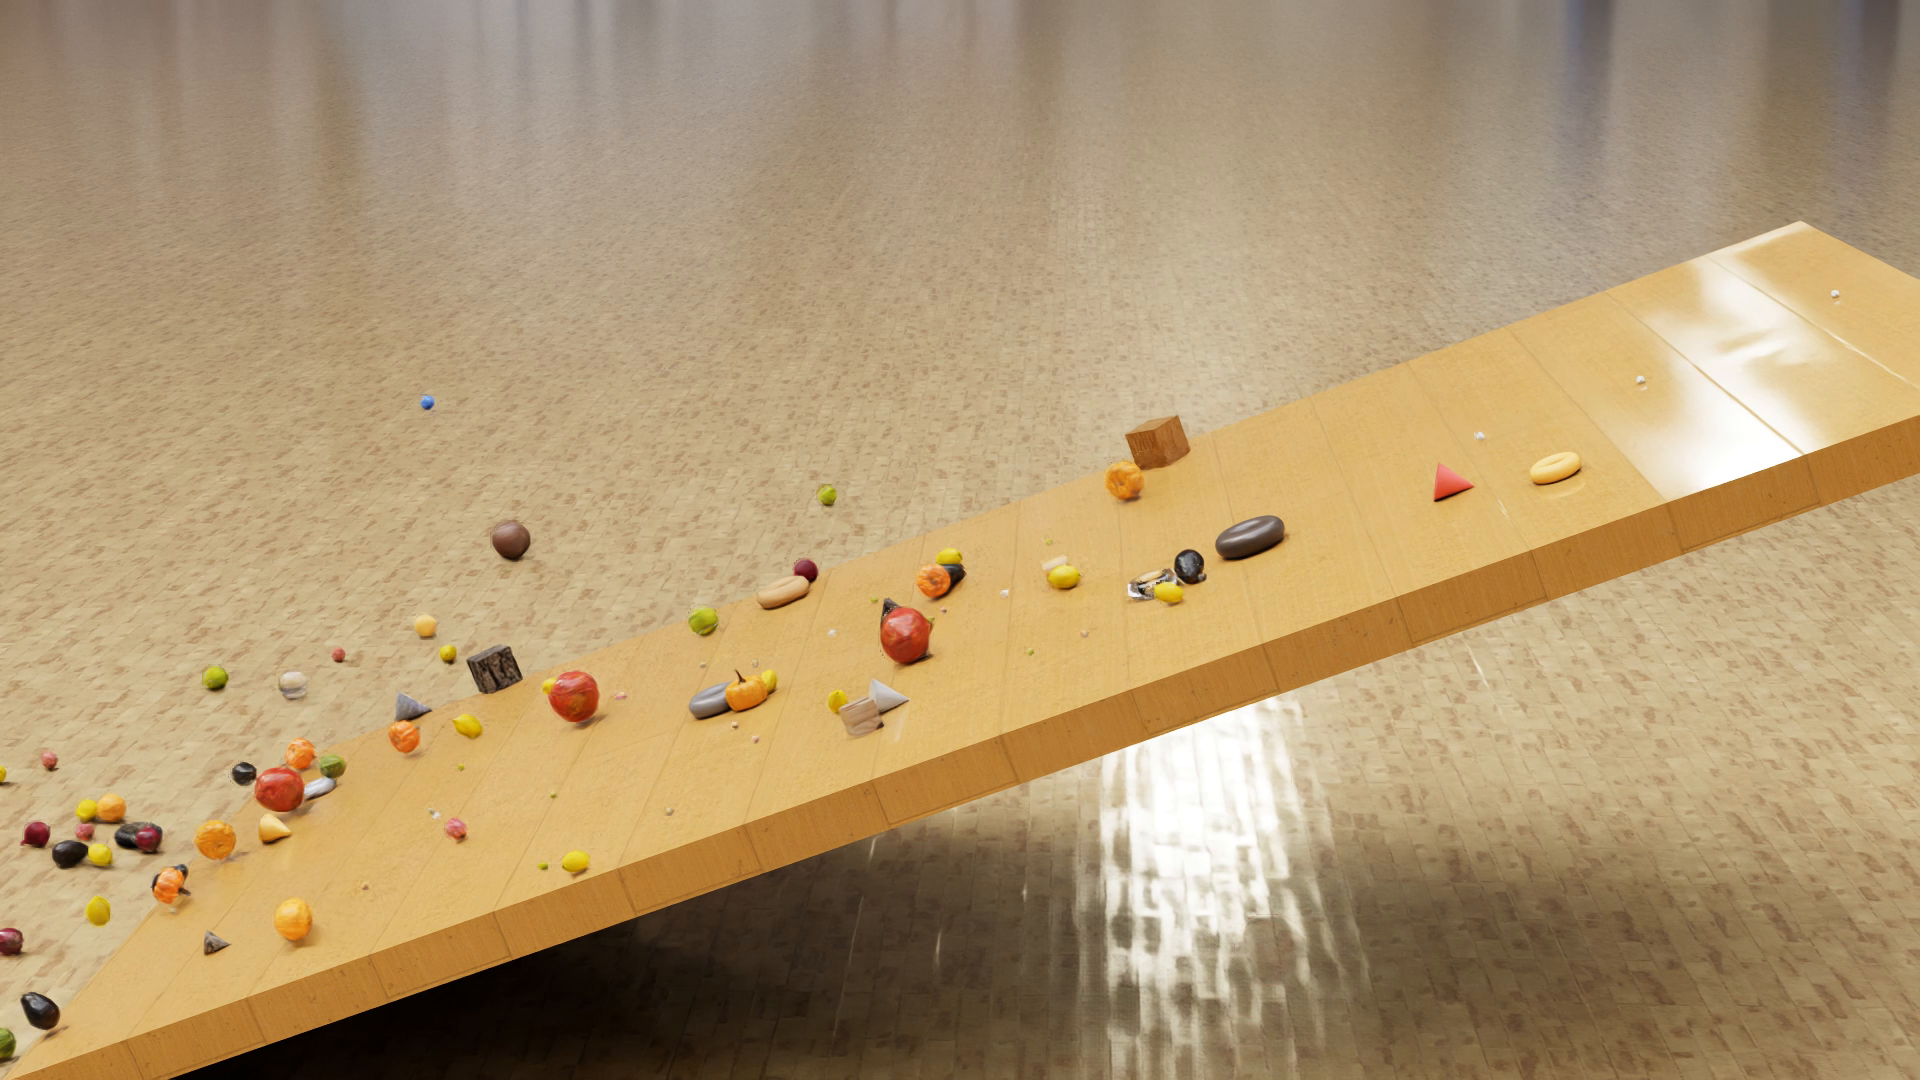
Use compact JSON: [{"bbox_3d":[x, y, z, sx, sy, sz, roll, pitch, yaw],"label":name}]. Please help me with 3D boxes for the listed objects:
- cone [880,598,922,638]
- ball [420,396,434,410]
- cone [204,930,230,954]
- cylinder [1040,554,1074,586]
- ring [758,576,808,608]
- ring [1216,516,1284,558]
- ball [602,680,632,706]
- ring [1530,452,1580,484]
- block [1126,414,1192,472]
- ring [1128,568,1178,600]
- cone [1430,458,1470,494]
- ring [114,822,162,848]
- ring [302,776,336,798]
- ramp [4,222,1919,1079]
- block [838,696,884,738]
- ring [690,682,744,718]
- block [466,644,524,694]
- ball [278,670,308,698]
[{"bbox_3d":[-0.122,0.173,6.379,0.090,0.090,0.090,7,14,5],"label":"cone"},{"bbox_3d":[-2.321,-0.600,12.828,0.062,0.062,0.062,0,13,0],"label":"ball"},{"bbox_3d":[-1.487,0.810,5.901,0.051,0.051,0.051,8,13,-4],"label":"cone"},{"bbox_3d":[0.207,0.064,6.261,0.055,0.055,0.055,-20,13,3],"label":"cylinder"},{"bbox_3d":[-0.429,0.125,7.134,0.134,0.045,0.134,-19,12,4],"label":"ring"},{"bbox_3d":[0.585,-0.006,5.934,0.148,0.049,0.148,-21,10,4],"label":"ring"},{"bbox_3d":[-0.786,0.355,6.757,0.070,0.070,0.070,0,13,0],"label":"ball"},{"bbox_3d":[1.135,-0.137,5.605,0.101,0.034,0.101,-21,12,5],"label":"ring"},{"bbox_3d":[0.475,-0.232,7.053,0.096,0.096,0.096,-9,17,46],"label":"block"},{"bbox_3d":[0.386,0.088,5.887,0.108,0.036,0.108,-19,12,4],"label":"ring"},{"bbox_3d":[0.972,-0.110,5.765,0.077,0.077,0.077,23,18,10],"label":"cone"},{"bbox_3d":[-2.006,0.721,7.181,0.116,0.039,0.116,1,14,0],"label":"ring"},{"bbox_3d":[-1.520,0.587,6.971,0.086,0.029,0.086,-19,12,4],"label":"ring"},{"bbox_3d":[0.117,0.176,6.296,4.000,0.100,2.000,-20,12,7],"label":"ramp"},{"bbox_3d":[-0.191,0.342,5.678,0.057,0.057,0.057,-25,12,-19],"label":"block"},{"bbox_3d":[-0.522,0.342,6.304,0.126,0.042,0.126,-19,12,4],"label":"ring"},{"bbox_3d":[-1.171,0.326,7.401,0.092,0.092,0.092,-26,13,-24],"label":"block"},{"bbox_3d":[-1.907,0.412,8.411,0.084,0.084,0.084,0,13,0],"label":"ball"}]
